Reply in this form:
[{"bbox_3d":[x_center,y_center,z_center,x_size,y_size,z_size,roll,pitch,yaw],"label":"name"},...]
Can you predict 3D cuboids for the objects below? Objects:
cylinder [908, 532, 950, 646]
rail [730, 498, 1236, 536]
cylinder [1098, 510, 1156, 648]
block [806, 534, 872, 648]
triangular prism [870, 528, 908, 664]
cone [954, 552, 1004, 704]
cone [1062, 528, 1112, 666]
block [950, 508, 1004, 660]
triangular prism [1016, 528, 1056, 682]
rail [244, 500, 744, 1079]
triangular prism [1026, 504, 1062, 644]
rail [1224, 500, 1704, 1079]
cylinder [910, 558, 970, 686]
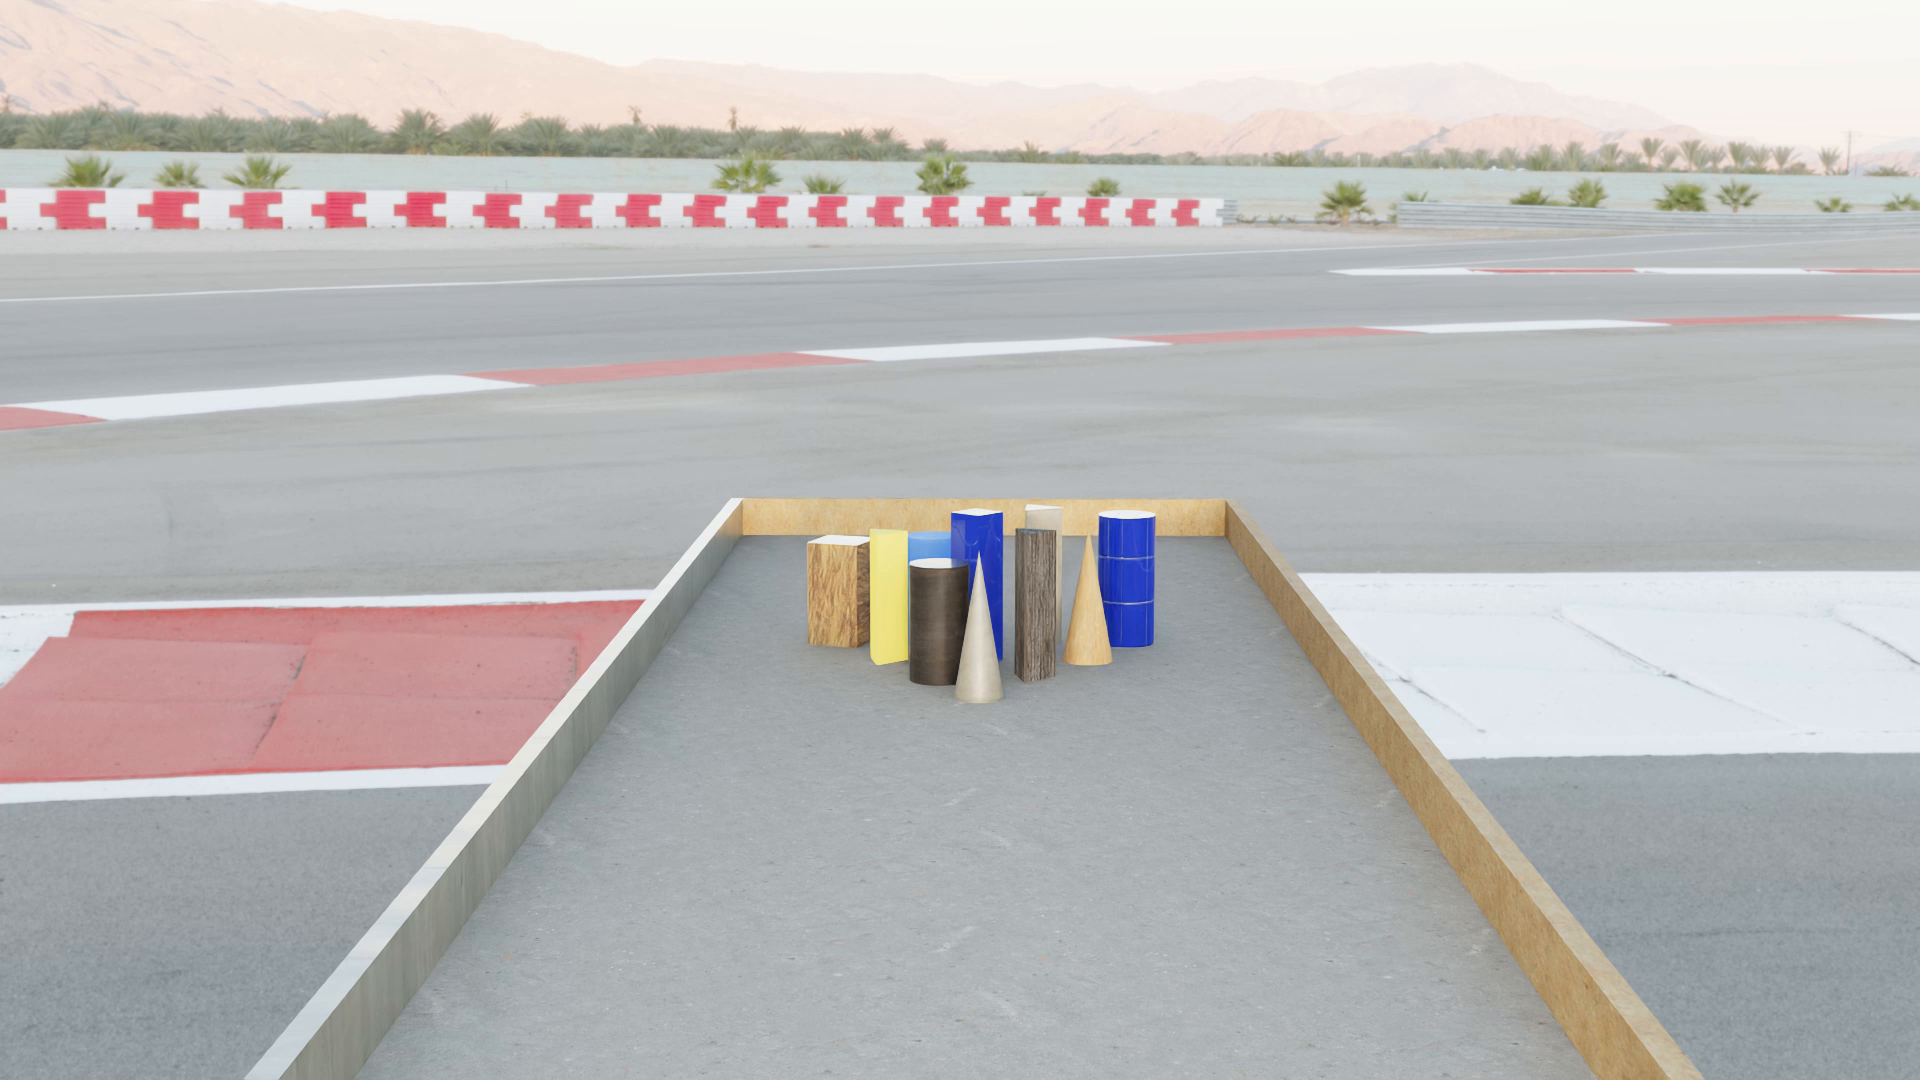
[{"bbox_3d":[-0.091,0.155,6.931,0.169,0.344,0.169,0,9,0],"label":"cylinder"},{"bbox_3d":[0.099,-0.098,9.147,2.100,0.150,0.050,0,9,1],"label":"rail"},{"bbox_3d":[0.524,0.122,6.932,0.180,0.410,0.180,0,9,0],"label":"cylinder"},{"bbox_3d":[-0.370,0.161,6.959,0.169,0.325,0.169,3,10,21],"label":"block"},{"bbox_3d":[-0.238,0.168,6.677,0.120,0.397,0.104,-8,12,-41],"label":"triangular prism"},{"bbox_3d":[0.053,0.237,6.173,0.142,0.420,0.142,0,9,0],"label":"cone"},{"bbox_3d":[0.389,0.163,6.670,0.153,0.410,0.153,0,9,0],"label":"cone"},{"bbox_3d":[0.051,0.141,6.666,0.112,0.456,0.112,8,12,41],"label":"block"},{"bbox_3d":[0.199,0.187,6.440,0.123,0.436,0.107,-8,12,-41],"label":"triangular prism"},{"bbox_3d":[-1.004,0.839,3.234,0.050,0.150,12.000,0,9,1],"label":"rail"},{"bbox_3d":[0.239,0.108,6.946,0.129,0.432,0.112,-4,10,-25],"label":"triangular prism"},{"bbox_3d":[1.046,0.843,3.208,0.050,0.150,12.000,0,9,1],"label":"rail"},{"bbox_3d":[-0.060,0.237,6.410,0.176,0.345,0.176,0,9,0],"label":"cylinder"}]
